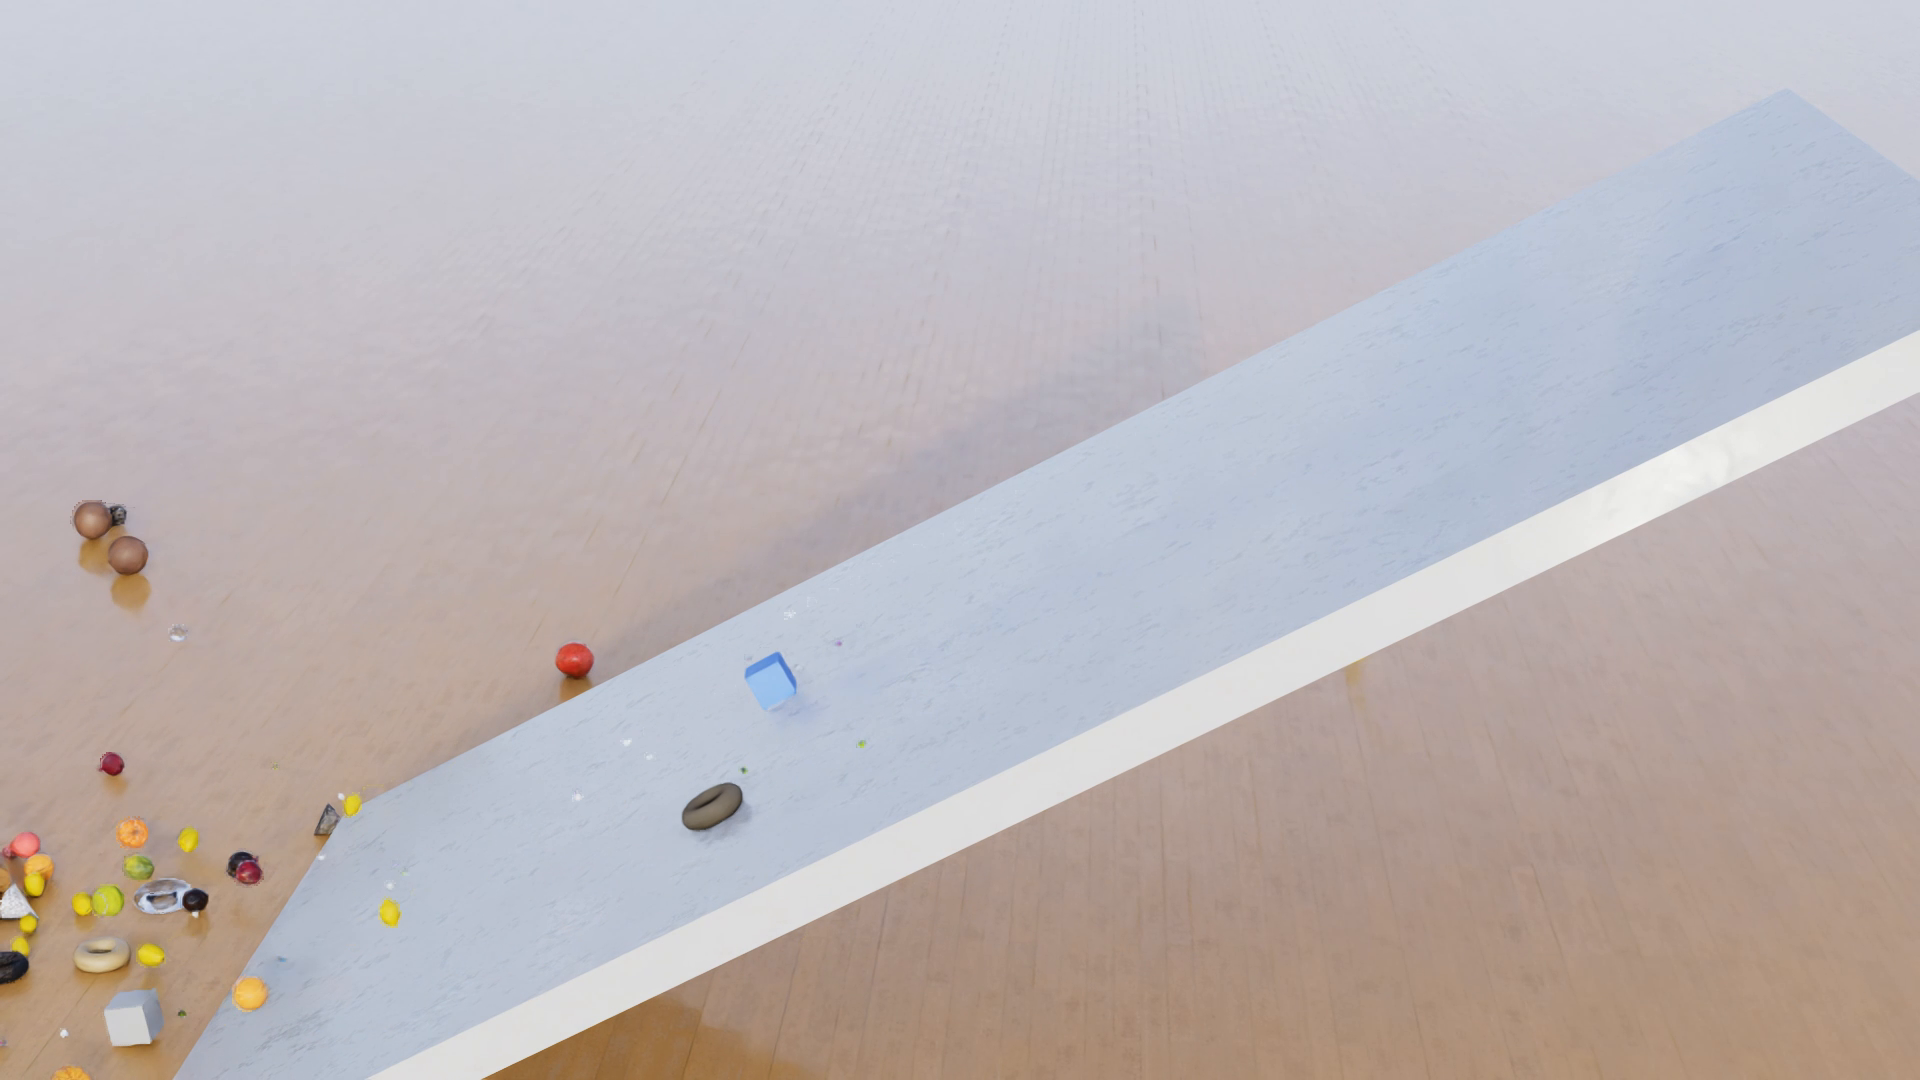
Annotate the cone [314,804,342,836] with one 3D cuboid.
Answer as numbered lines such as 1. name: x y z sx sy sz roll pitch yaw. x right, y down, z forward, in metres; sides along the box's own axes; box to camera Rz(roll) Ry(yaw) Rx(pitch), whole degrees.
1. cone: -1.627 0.747 7.683 0.092 0.092 0.092 25 14 -10

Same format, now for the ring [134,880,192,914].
1. ring: -1.966 0.878 7.257 0.143 0.048 0.143 -1 18 0

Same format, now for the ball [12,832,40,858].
1. ball: -2.382 0.779 7.504 0.067 0.067 0.067 0 17 0

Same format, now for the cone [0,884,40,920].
1. cone: -2.290 0.904 7.182 0.096 0.096 0.096 27 19 -2

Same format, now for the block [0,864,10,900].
1. block: -2.410 0.851 7.272 0.090 0.090 0.090 -14 22 -38

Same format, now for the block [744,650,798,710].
1. block: -0.417 0.311 6.496 0.084 0.084 0.084 -28 14 5

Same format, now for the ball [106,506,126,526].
1. ball: -2.946 -0.085 10.272 0.071 0.071 0.071 0 17 0

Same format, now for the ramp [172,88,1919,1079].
1. ramp: 0.141 0.167 6.282 4.000 0.100 2.000 -27 14 11

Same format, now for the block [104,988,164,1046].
1. block: -1.839 1.064 6.550 0.090 0.090 0.090 -7 16 7

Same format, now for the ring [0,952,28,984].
1. ring: -2.242 1.000 6.881 0.123 0.041 0.123 0 18 0

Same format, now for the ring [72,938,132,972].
1. ring: -2.025 0.979 6.942 0.134 0.045 0.134 0 19 0

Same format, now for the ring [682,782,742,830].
1. ring: -0.500 0.538 5.942 0.135 0.045 0.135 -27 15 8

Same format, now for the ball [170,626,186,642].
1. ball: -2.423 0.292 9.111 0.050 0.050 0.050 0 17 0
